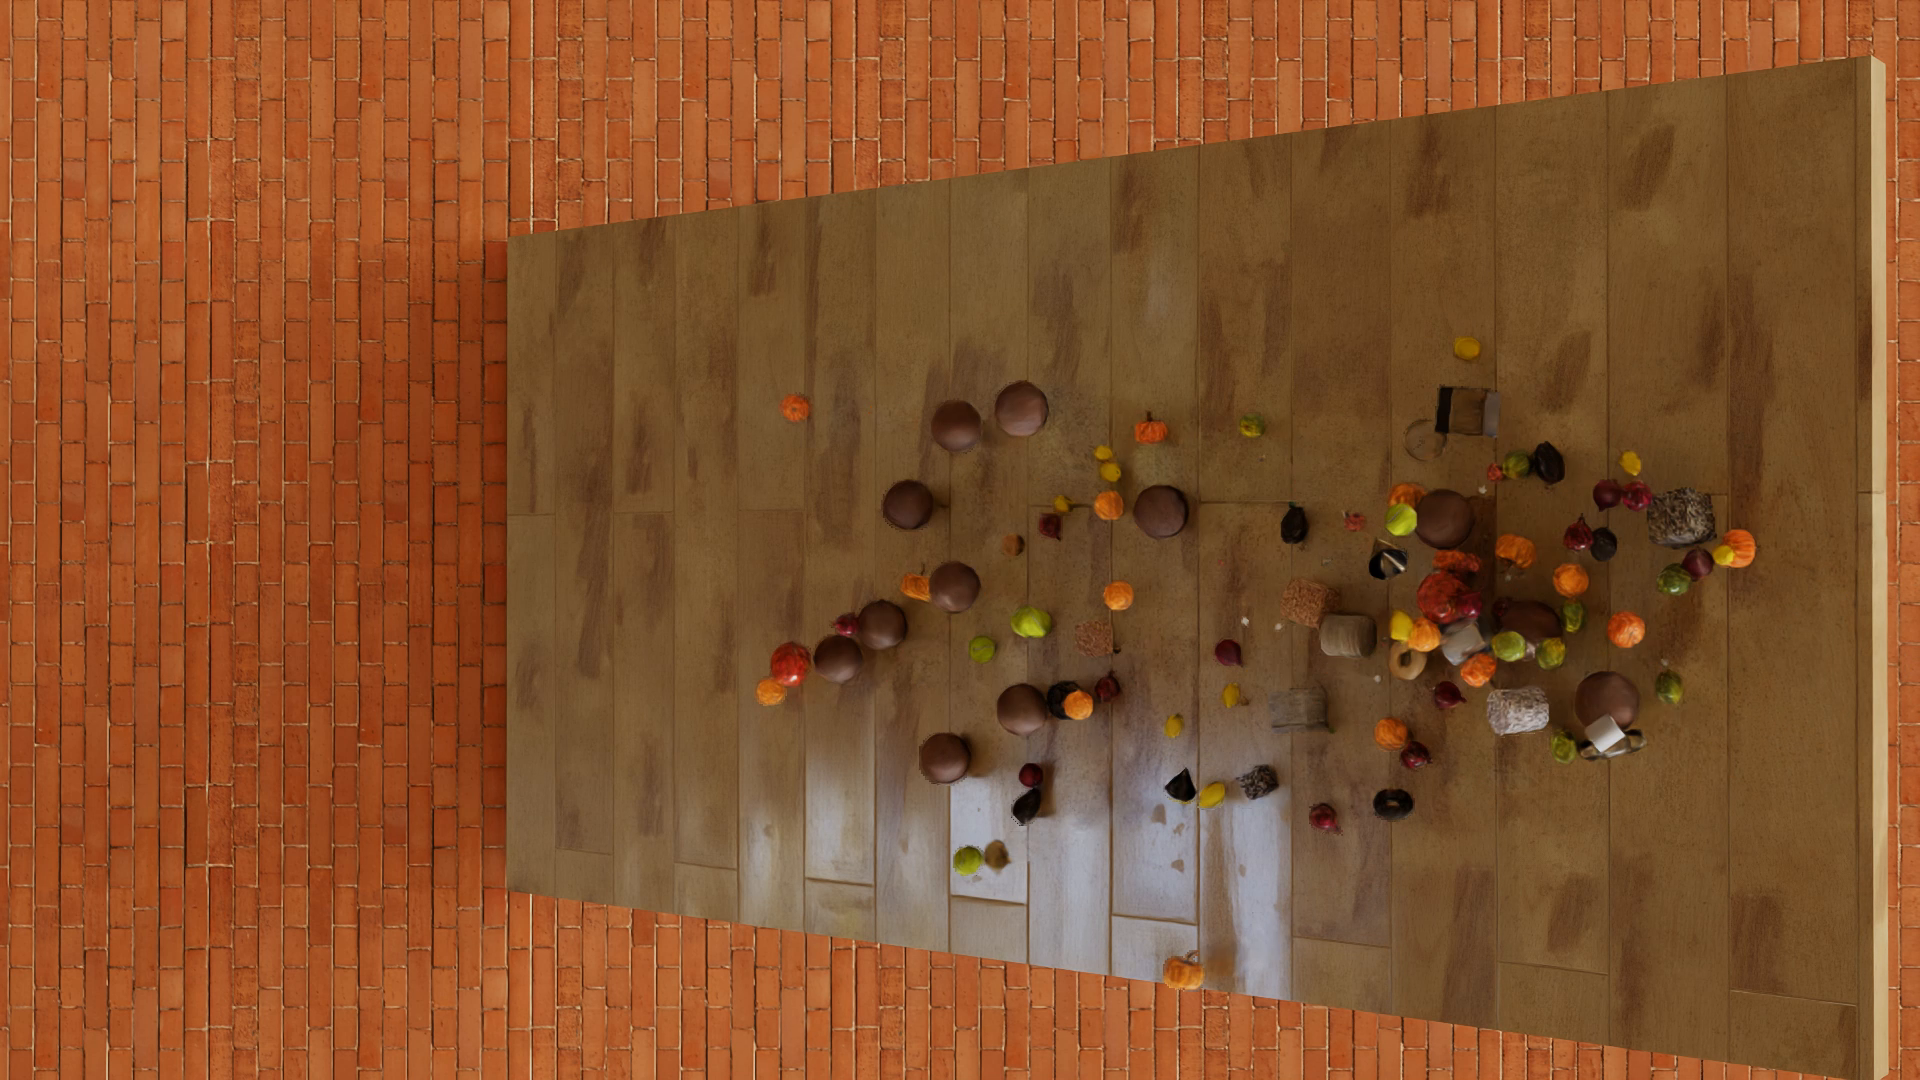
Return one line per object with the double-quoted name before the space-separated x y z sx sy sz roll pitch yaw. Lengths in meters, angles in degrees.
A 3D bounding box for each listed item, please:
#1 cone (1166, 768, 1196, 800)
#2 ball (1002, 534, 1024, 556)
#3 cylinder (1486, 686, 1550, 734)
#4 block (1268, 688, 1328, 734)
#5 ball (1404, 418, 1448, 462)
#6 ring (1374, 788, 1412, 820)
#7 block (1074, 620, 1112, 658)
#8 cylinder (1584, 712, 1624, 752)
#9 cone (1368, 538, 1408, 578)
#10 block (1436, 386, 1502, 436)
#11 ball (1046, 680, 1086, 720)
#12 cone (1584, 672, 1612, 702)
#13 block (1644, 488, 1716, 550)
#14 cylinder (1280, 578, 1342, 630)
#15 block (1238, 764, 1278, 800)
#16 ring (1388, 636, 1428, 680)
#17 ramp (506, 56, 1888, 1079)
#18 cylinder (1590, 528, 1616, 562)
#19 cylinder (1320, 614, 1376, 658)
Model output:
"cone" 0.524 0.559 5.144 0.072 0.072 0.072 9 124 0
"ball" 0.132 0.012 5.515 0.058 0.058 0.058 0 90 0
"cylinder" 1.180 0.360 4.652 0.094 0.094 0.094 -6 90 -15
"block" 0.769 0.388 4.996 0.093 0.093 0.093 -9 84 37
"ball" 1.017 -0.218 4.807 0.094 0.094 0.094 0 90 0
"ring" 0.949 0.578 4.819 0.086 0.086 0.029 -5 126 0
"block" 0.324 0.240 5.347 0.067 0.067 0.067 -17 60 36
"cylinder" 1.281 0.383 4.373 0.057 0.057 0.057 -38 90 13
"cone" 0.940 0.023 4.897 0.090 0.090 0.090 -6 132 -7
"block" 1.097 -0.277 4.743 0.098 0.098 0.098 9 96 37
"ball" 0.259 0.393 5.389 0.097 0.097 0.097 0 90 0
"cone" 1.319 0.313 4.583 0.061 0.061 0.061 22 94 0
"block" 1.456 -0.043 4.444 0.094 0.094 0.094 11 70 -41
"cylinder" 0.794 0.145 4.976 0.098 0.098 0.098 19 90 36
"block" 0.689 0.560 5.080 0.056 0.056 0.056 -40 67 31
"ring" 0.987 0.260 4.850 0.034 0.103 0.103 18 90 -35
"ramp" 0.225 0.064 5.542 4.000 0.100 2.000 0 90 38
"cylinder" 1.335 0.009 4.568 0.053 0.053 0.053 7 116 14
"cylinder" 0.869 0.214 4.920 0.093 0.093 0.093 2 90 38
